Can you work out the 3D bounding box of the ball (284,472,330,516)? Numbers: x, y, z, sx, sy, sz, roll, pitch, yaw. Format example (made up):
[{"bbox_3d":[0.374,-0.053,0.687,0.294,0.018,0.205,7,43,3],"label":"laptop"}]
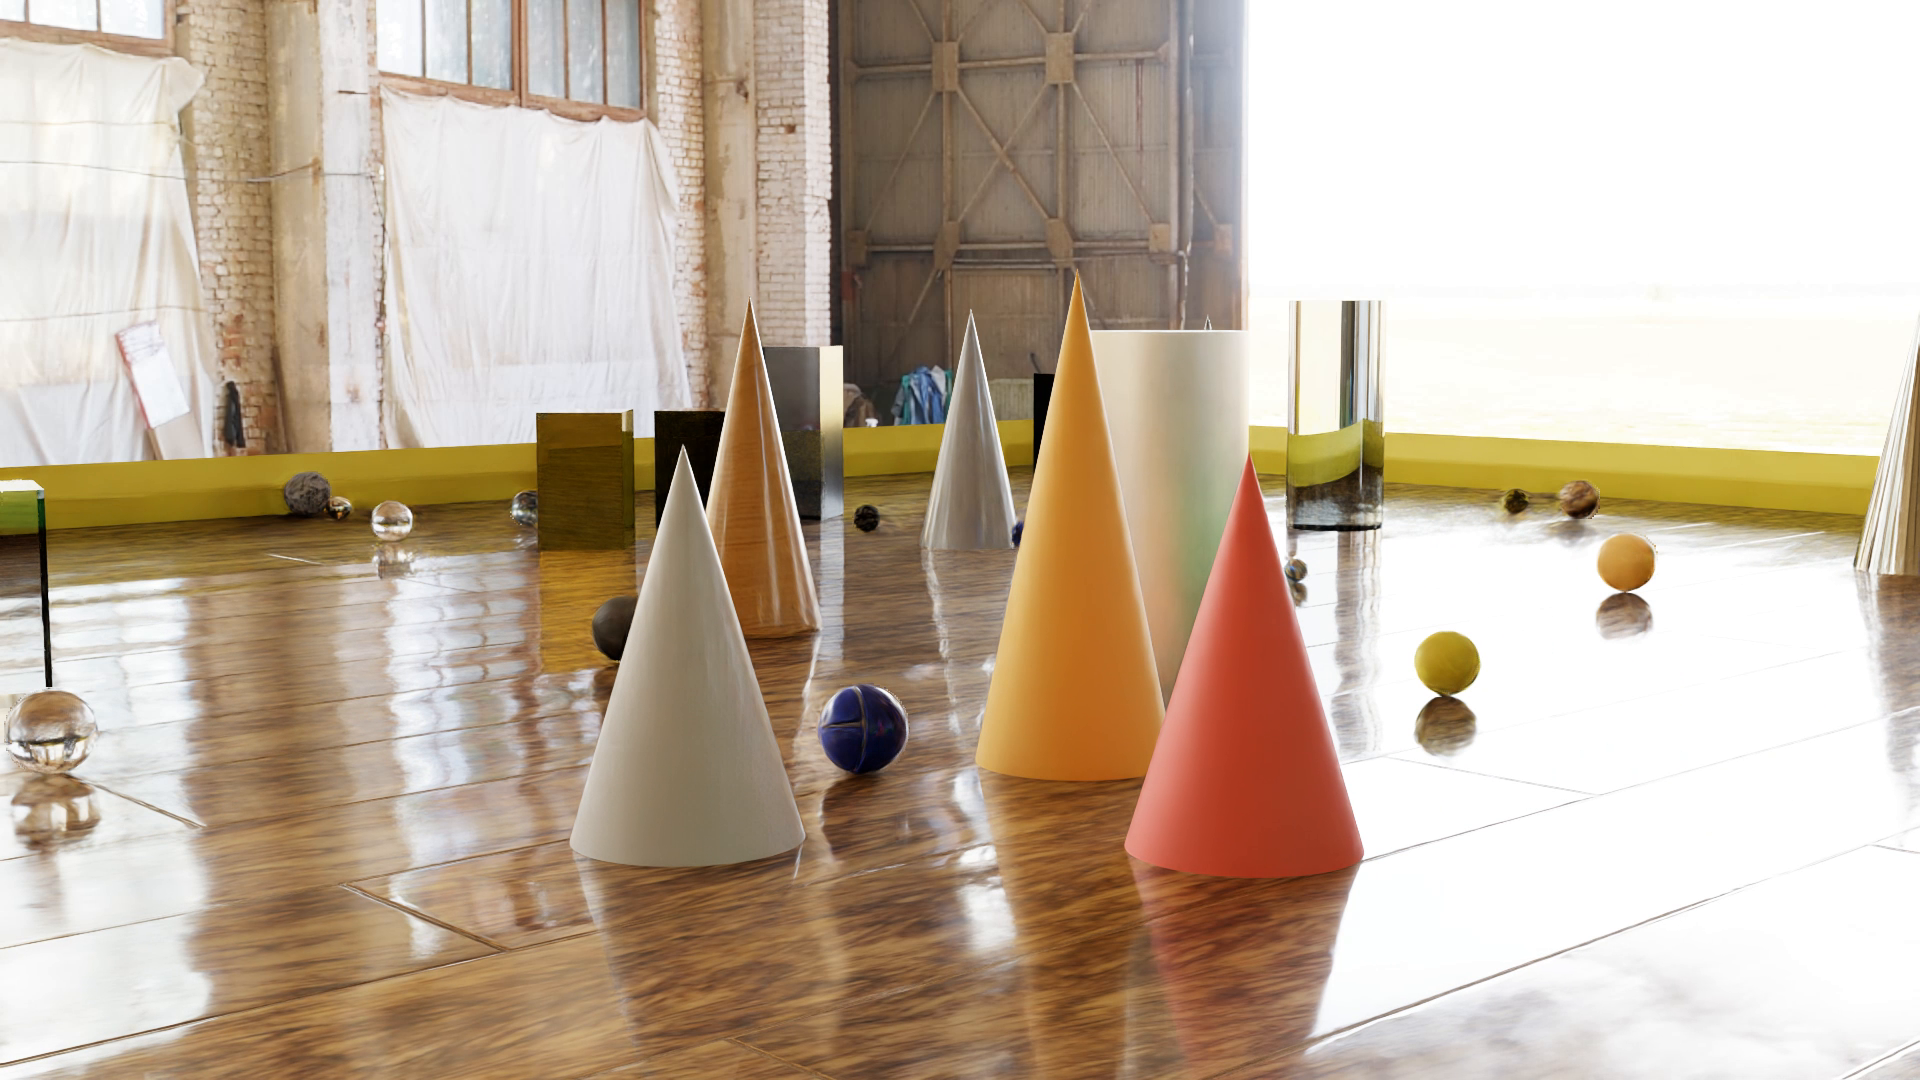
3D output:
[{"bbox_3d":[-1.418,-0.100,4.777,0.097,0.097,0.097,0,6,0],"label":"ball"}]

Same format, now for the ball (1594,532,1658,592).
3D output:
[{"bbox_3d":[1.058,0.035,3.493,0.094,0.094,0.094,0,6,0],"label":"ball"}]

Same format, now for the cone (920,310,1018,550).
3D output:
[{"bbox_3d":[0.021,-0.215,4.185,0.199,0.448,0.199,0,6,0],"label":"cone"}]

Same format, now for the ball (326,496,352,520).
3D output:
[{"bbox_3d":[-1.327,-0.069,4.699,0.051,0.051,0.051,0,6,0],"label":"ball"}]

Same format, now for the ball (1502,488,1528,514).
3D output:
[{"bbox_3d":[1.225,-0.087,4.851,0.056,0.056,0.056,0,6,0],"label":"ball"}]

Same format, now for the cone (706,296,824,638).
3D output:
[{"bbox_3d":[-0.292,-0.108,3.072,0.199,0.467,0.199,0,6,0],"label":"cone"}]

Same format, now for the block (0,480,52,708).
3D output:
[{"bbox_3d":[-1.135,0.062,2.516,0.159,0.245,0.159,-3,7,-27],"label":"block"}]

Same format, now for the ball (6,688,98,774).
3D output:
[{"bbox_3d":[-0.875,0.185,2.119,0.082,0.082,0.082,0,6,0],"label":"ball"}]

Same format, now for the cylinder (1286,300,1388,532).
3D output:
[{"bbox_3d":[0.774,-0.259,4.524,0.199,0.466,0.199,0,6,0],"label":"cylinder"}]

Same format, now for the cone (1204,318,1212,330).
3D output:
[{"bbox_3d":[0.429,-0.173,3.830,0.199,0.439,0.199,0,6,0],"label":"cone"}]

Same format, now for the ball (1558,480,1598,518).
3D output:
[{"bbox_3d":[1.328,-0.087,4.719,0.083,0.083,0.083,0,6,0],"label":"ball"}]

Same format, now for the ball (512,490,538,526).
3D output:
[{"bbox_3d":[-0.897,-0.068,4.579,0.074,0.074,0.074,0,6,0],"label":"ball"}]

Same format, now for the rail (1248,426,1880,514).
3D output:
[{"bbox_3d":[1.792,-0.138,4.977,0.045,0.129,4.241,-5,8,-42],"label":"rail"}]

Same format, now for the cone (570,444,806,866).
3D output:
[{"bbox_3d":[-0.231,0.086,1.848,0.199,0.335,0.199,0,6,0],"label":"cone"}]

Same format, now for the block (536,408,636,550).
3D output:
[{"bbox_3d":[-0.707,-0.117,4.168,0.159,0.257,0.159,0,6,-1],"label":"block"}]

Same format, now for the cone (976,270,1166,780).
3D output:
[{"bbox_3d":[0.114,-0.023,2.164,0.199,0.486,0.199,0,6,0],"label":"cone"}]

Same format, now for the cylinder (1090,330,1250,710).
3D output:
[{"bbox_3d":[0.231,-0.029,2.532,0.199,0.421,0.199,0,6,0],"label":"cylinder"}]

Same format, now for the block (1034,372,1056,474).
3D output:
[{"bbox_3d":[0.263,-0.188,4.570,0.159,0.315,0.159,-4,7,-31],"label":"block"}]

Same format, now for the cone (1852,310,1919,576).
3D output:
[{"bbox_3d":[1.649,-0.196,3.775,0.199,0.495,0.199,0,6,0],"label":"cone"}]

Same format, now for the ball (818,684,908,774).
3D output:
[{"bbox_3d":[-0.094,0.182,2.121,0.086,0.086,0.086,0,6,0],"label":"ball"}]

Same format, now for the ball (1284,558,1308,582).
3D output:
[{"bbox_3d":[0.554,0.049,3.623,0.040,0.040,0.040,0,6,0],"label":"ball"}]

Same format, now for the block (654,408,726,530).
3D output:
[{"bbox_3d":[-0.530,-0.149,4.549,0.159,0.242,0.159,1,6,10],"label":"block"}]

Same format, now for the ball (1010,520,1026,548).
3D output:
[{"bbox_3d":[0.123,-0.008,4.095,0.056,0.056,0.056,0,6,0],"label":"ball"}]

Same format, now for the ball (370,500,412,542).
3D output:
[{"bbox_3d":[-1.100,-0.036,4.257,0.079,0.079,0.079,0,6,0],"label":"ball"}]

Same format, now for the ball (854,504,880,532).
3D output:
[{"bbox_3d":[-0.188,-0.044,4.442,0.055,0.055,0.055,0,6,0],"label":"ball"}]

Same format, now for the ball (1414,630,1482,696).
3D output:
[{"bbox_3d":[0.566,0.142,2.552,0.076,0.076,0.076,0,6,0],"label":"ball"}]

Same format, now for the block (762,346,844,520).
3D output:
[{"bbox_3d":[-0.353,-0.235,4.767,0.159,0.368,0.159,2,6,14],"label":"block"}]

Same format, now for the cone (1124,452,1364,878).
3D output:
[{"bbox_3d":[0.236,0.091,1.814,0.199,0.331,0.199,0,6,0],"label":"cone"}]

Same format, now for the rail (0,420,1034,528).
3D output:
[{"bbox_3d":[-1.422,-0.126,4.864,4.925,0.129,0.045,-5,8,-42],"label":"rail"}]

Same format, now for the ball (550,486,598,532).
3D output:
[{"bbox_3d":[-0.777,-0.062,4.421,0.096,0.096,0.096,0,6,0],"label":"ball"}]

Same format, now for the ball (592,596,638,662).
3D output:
[{"bbox_3d":[-0.426,0.113,2.799,0.085,0.085,0.085,0,6,0],"label":"ball"}]
